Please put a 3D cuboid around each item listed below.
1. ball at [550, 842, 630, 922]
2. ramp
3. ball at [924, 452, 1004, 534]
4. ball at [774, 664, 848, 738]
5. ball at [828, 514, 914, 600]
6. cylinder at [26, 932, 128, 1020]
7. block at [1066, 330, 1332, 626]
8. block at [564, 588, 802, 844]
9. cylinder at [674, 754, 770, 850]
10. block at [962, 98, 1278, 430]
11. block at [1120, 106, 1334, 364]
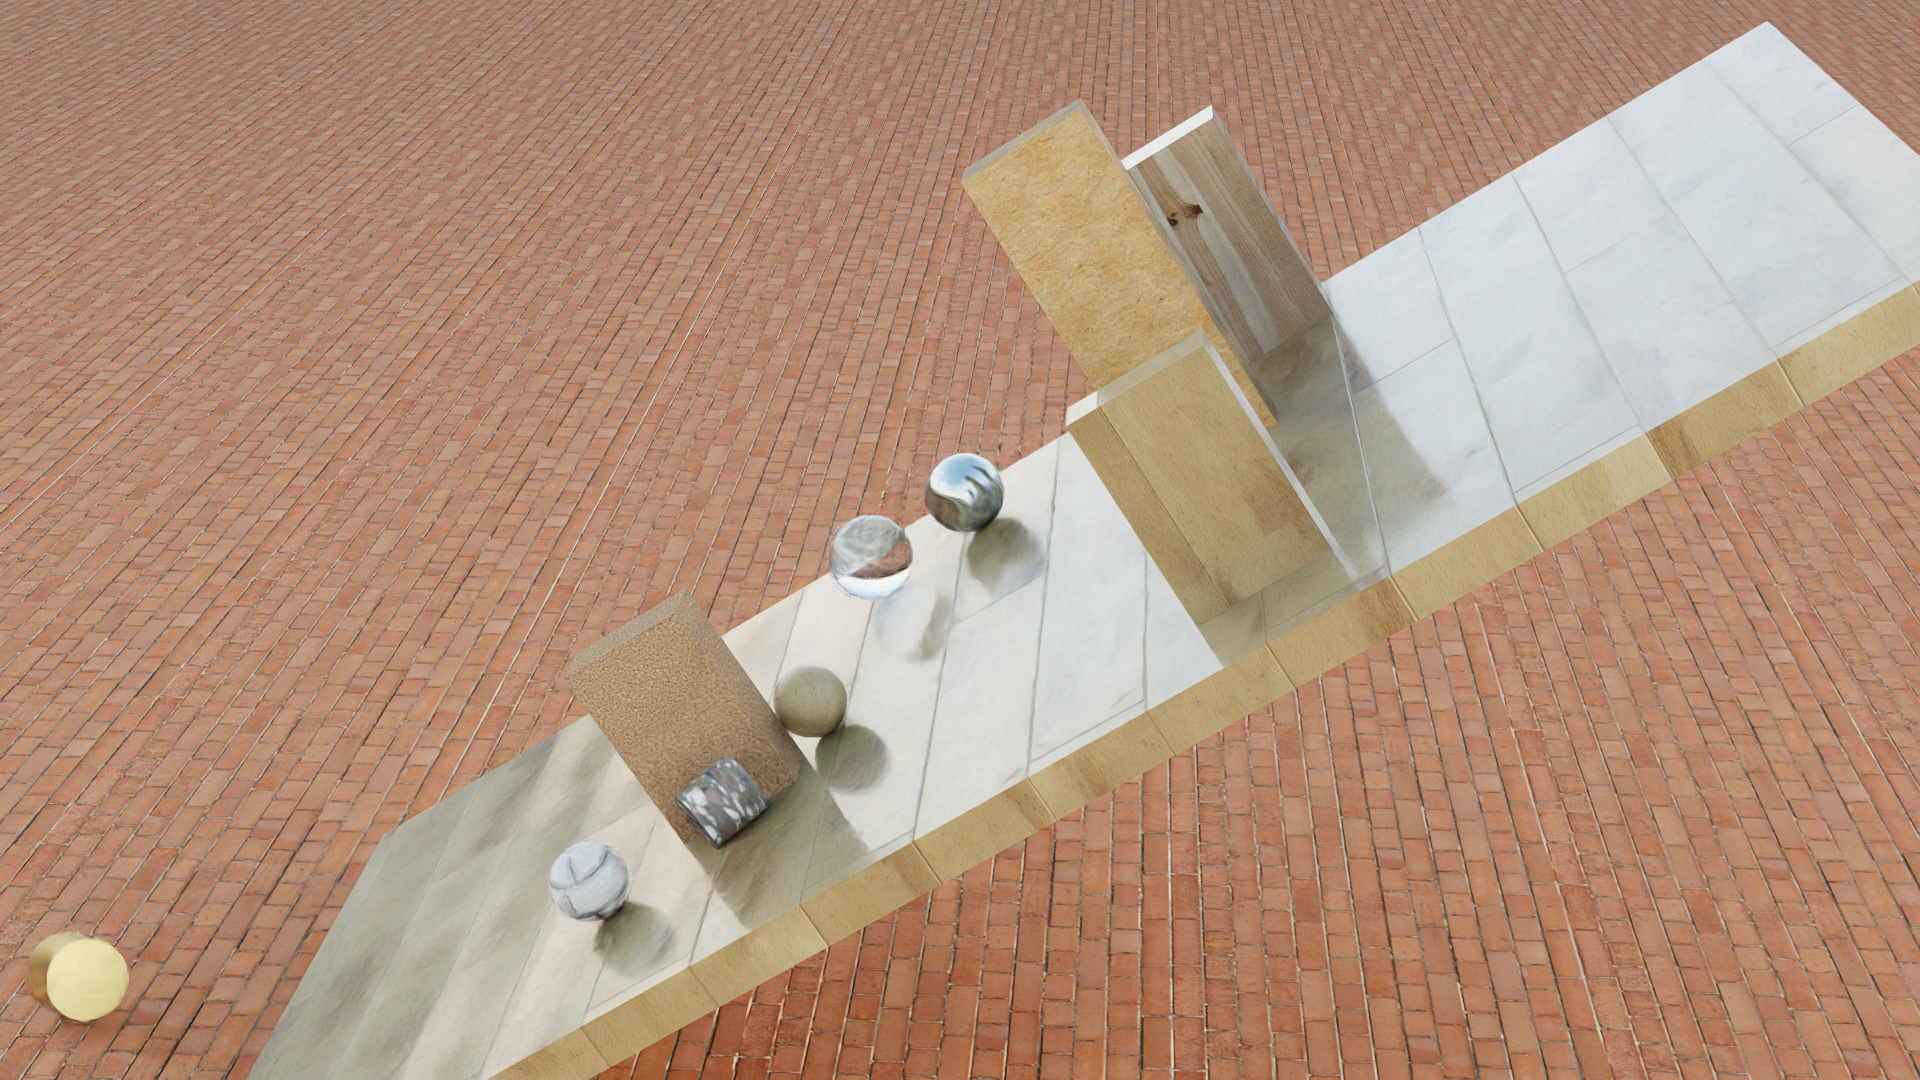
[{"bbox_3d":[-0.757,0.698,6.014,0.164,0.164,0.164,0,20,0],"label":"ball"},{"bbox_3d":[0.140,0.170,6.293,4.000,0.100,2.000,-30,15,13],"label":"ramp"},{"bbox_3d":[0.011,-0.110,6.880,0.187,0.187,0.187,0,20,0],"label":"ball"},{"bbox_3d":[-0.316,0.341,6.216,0.157,0.157,0.157,0,20,0],"label":"ball"},{"bbox_3d":[-0.207,0.040,6.846,0.198,0.198,0.198,0,20,0],"label":"ball"},{"bbox_3d":[-2.064,1.018,6.879,0.189,0.189,0.189,-12,5,-30],"label":"cylinder"},{"bbox_3d":[0.443,-0.114,5.453,0.293,0.460,0.111,-30,15,13],"label":"block"},{"bbox_3d":[-0.571,0.368,6.119,0.281,0.439,0.141,-30,15,13],"label":"block"},{"bbox_3d":[-0.486,0.534,5.998,0.137,0.137,0.137,-40,33,-14],"label":"cylinder"},{"bbox_3d":[0.343,-0.518,6.266,0.292,0.799,0.121,-30,15,13],"label":"block"},{"bbox_3d":[0.563,-0.668,6.785,0.366,0.536,0.141,-30,15,13],"label":"block"}]
